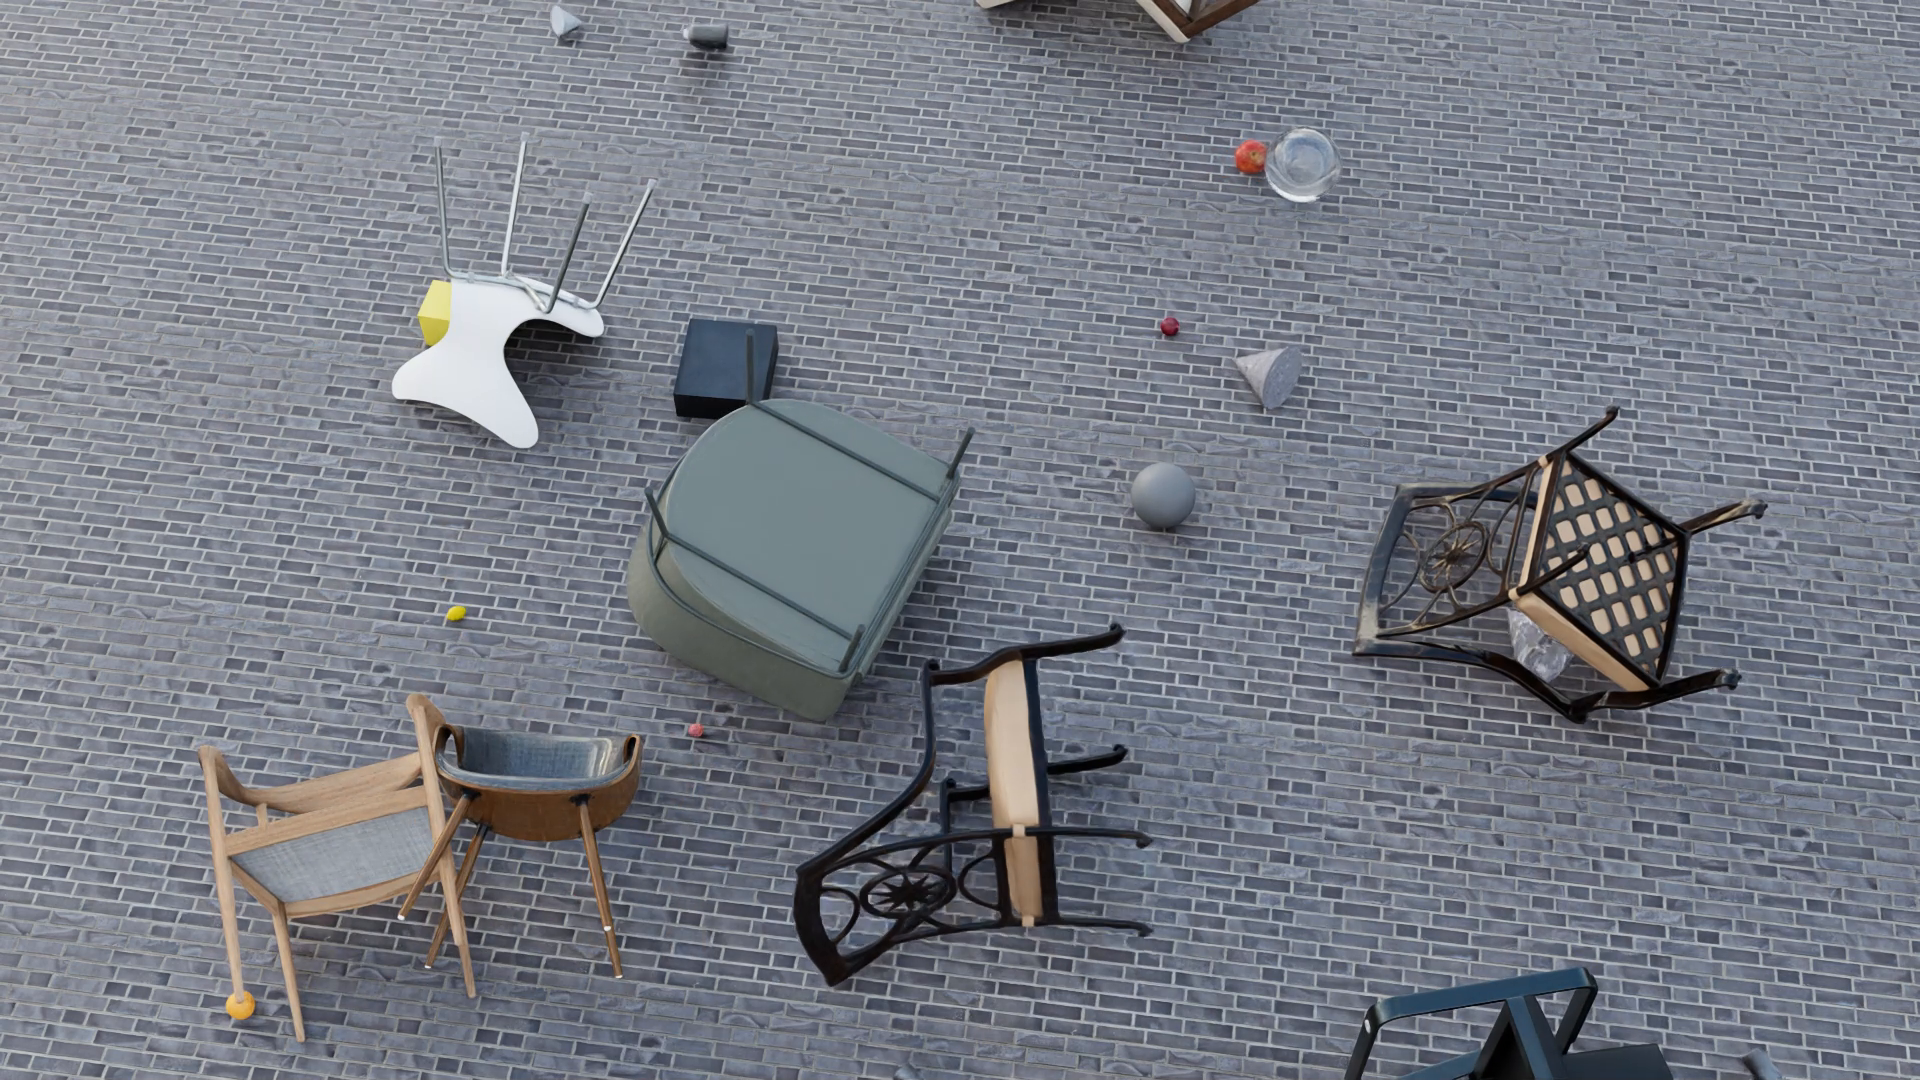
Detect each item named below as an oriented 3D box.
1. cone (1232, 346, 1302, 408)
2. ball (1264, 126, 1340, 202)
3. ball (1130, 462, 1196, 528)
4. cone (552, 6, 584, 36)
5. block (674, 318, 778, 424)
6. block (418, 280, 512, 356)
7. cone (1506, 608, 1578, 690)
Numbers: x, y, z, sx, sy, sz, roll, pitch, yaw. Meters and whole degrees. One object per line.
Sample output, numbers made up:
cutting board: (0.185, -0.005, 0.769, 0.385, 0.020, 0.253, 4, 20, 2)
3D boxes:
cone: (0.930, -0.539, 6.888, 0.209, 0.155, 0.207, 27, 87, 42)
ball: (1.131, -1.238, 7.256, 0.248, 0.248, 0.248, 0, 56, 0)
ball: (0.605, -0.133, 6.546, 0.195, 0.195, 0.195, 0, 56, 0)
cone: (-1.377, -1.832, 7.779, 0.097, 0.089, 0.122, -4, 48, -33)
block: (-0.727, -0.528, 6.861, 0.274, 0.113, 0.301, 5, 56, 3)
block: (-1.563, -0.701, 6.956, 0.238, 0.146, 0.148, 10, 57, 7)
cone: (1.635, 0.268, 6.338, 0.151, 0.228, 0.251, 20, 24, -29)
